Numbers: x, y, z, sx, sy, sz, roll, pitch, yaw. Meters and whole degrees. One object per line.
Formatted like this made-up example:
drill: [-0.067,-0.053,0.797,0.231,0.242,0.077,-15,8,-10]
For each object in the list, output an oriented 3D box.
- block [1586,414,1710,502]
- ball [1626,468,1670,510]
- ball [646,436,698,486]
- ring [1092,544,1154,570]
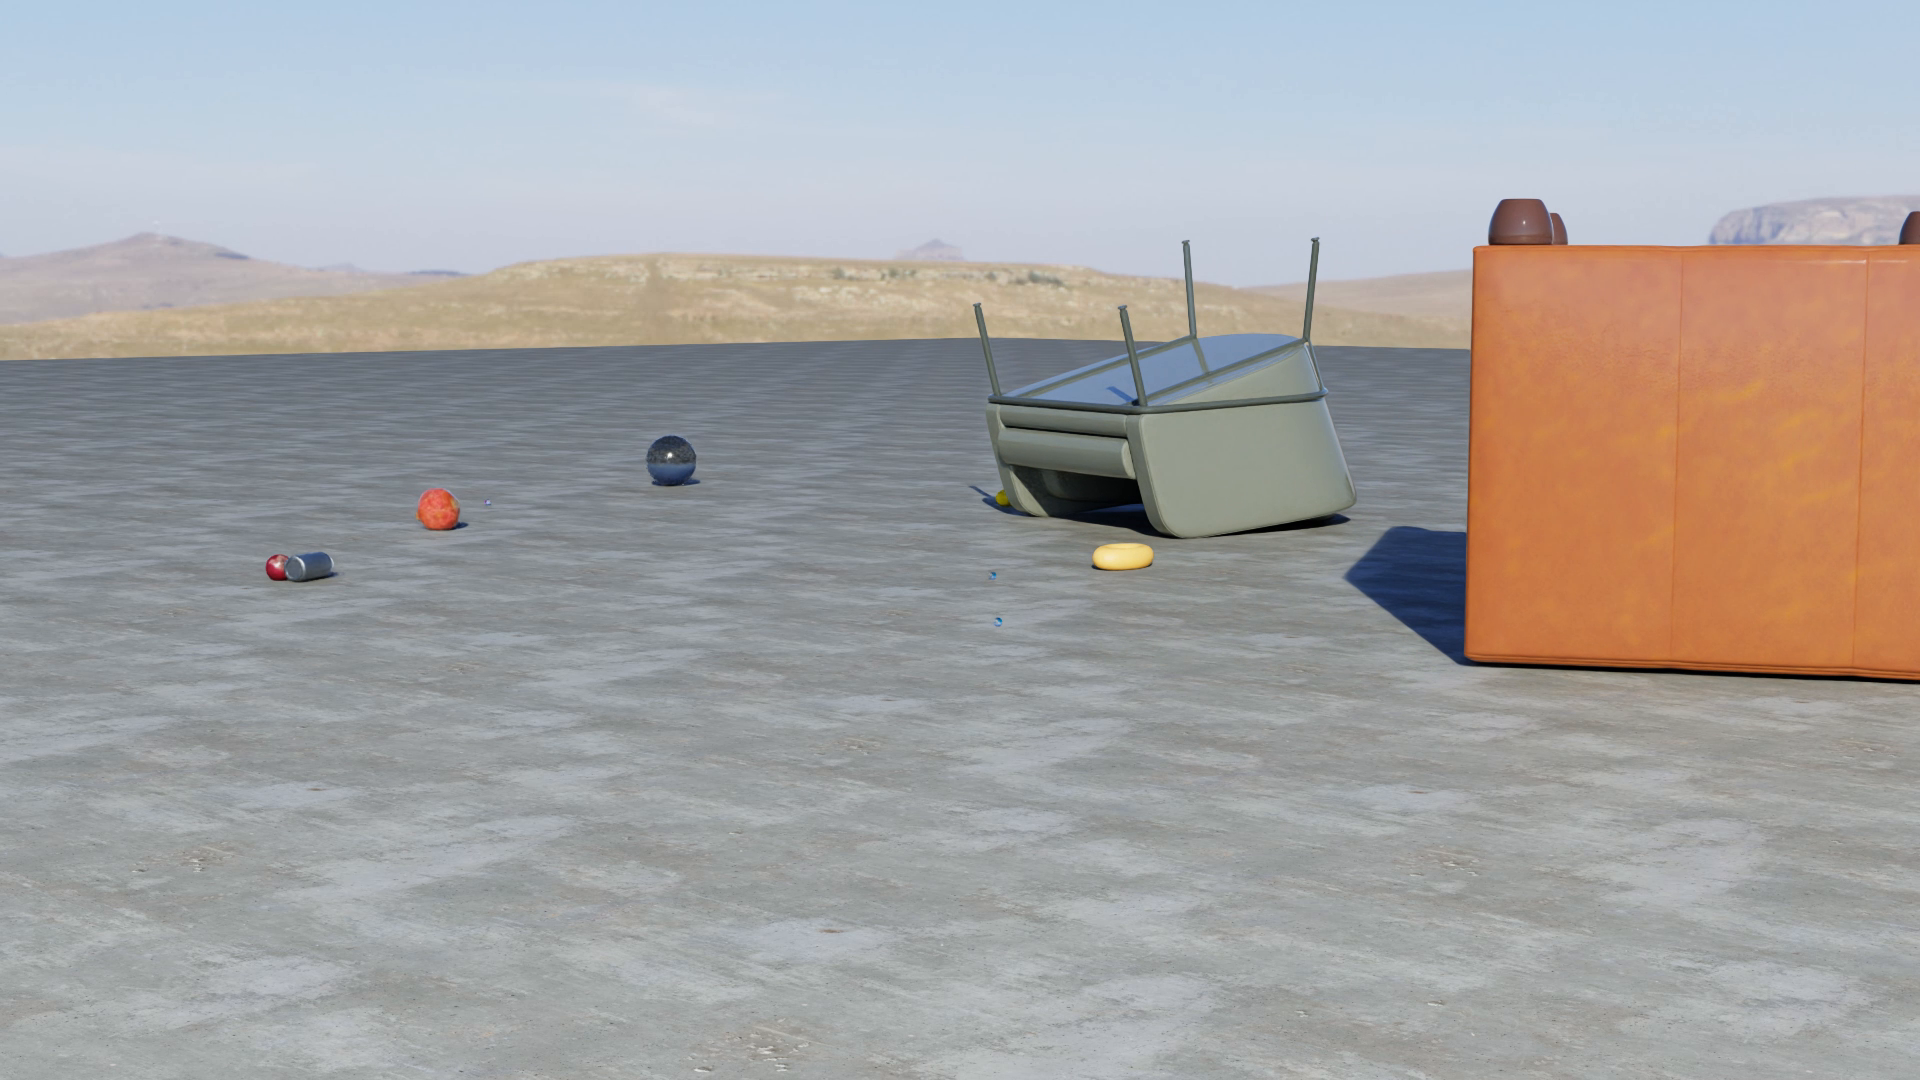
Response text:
block: [2.056,-0.248,7.690,0.334,0.231,0.353,1,6,12]
ball: [1.932,-0.142,7.209,0.119,0.119,0.119,0,6,0]
ball: [-0.906,-0.250,8.057,0.160,0.160,0.160,0,6,0]
ring: [0.370,0.038,5.808,0.112,0.049,0.196,6,7,34]
